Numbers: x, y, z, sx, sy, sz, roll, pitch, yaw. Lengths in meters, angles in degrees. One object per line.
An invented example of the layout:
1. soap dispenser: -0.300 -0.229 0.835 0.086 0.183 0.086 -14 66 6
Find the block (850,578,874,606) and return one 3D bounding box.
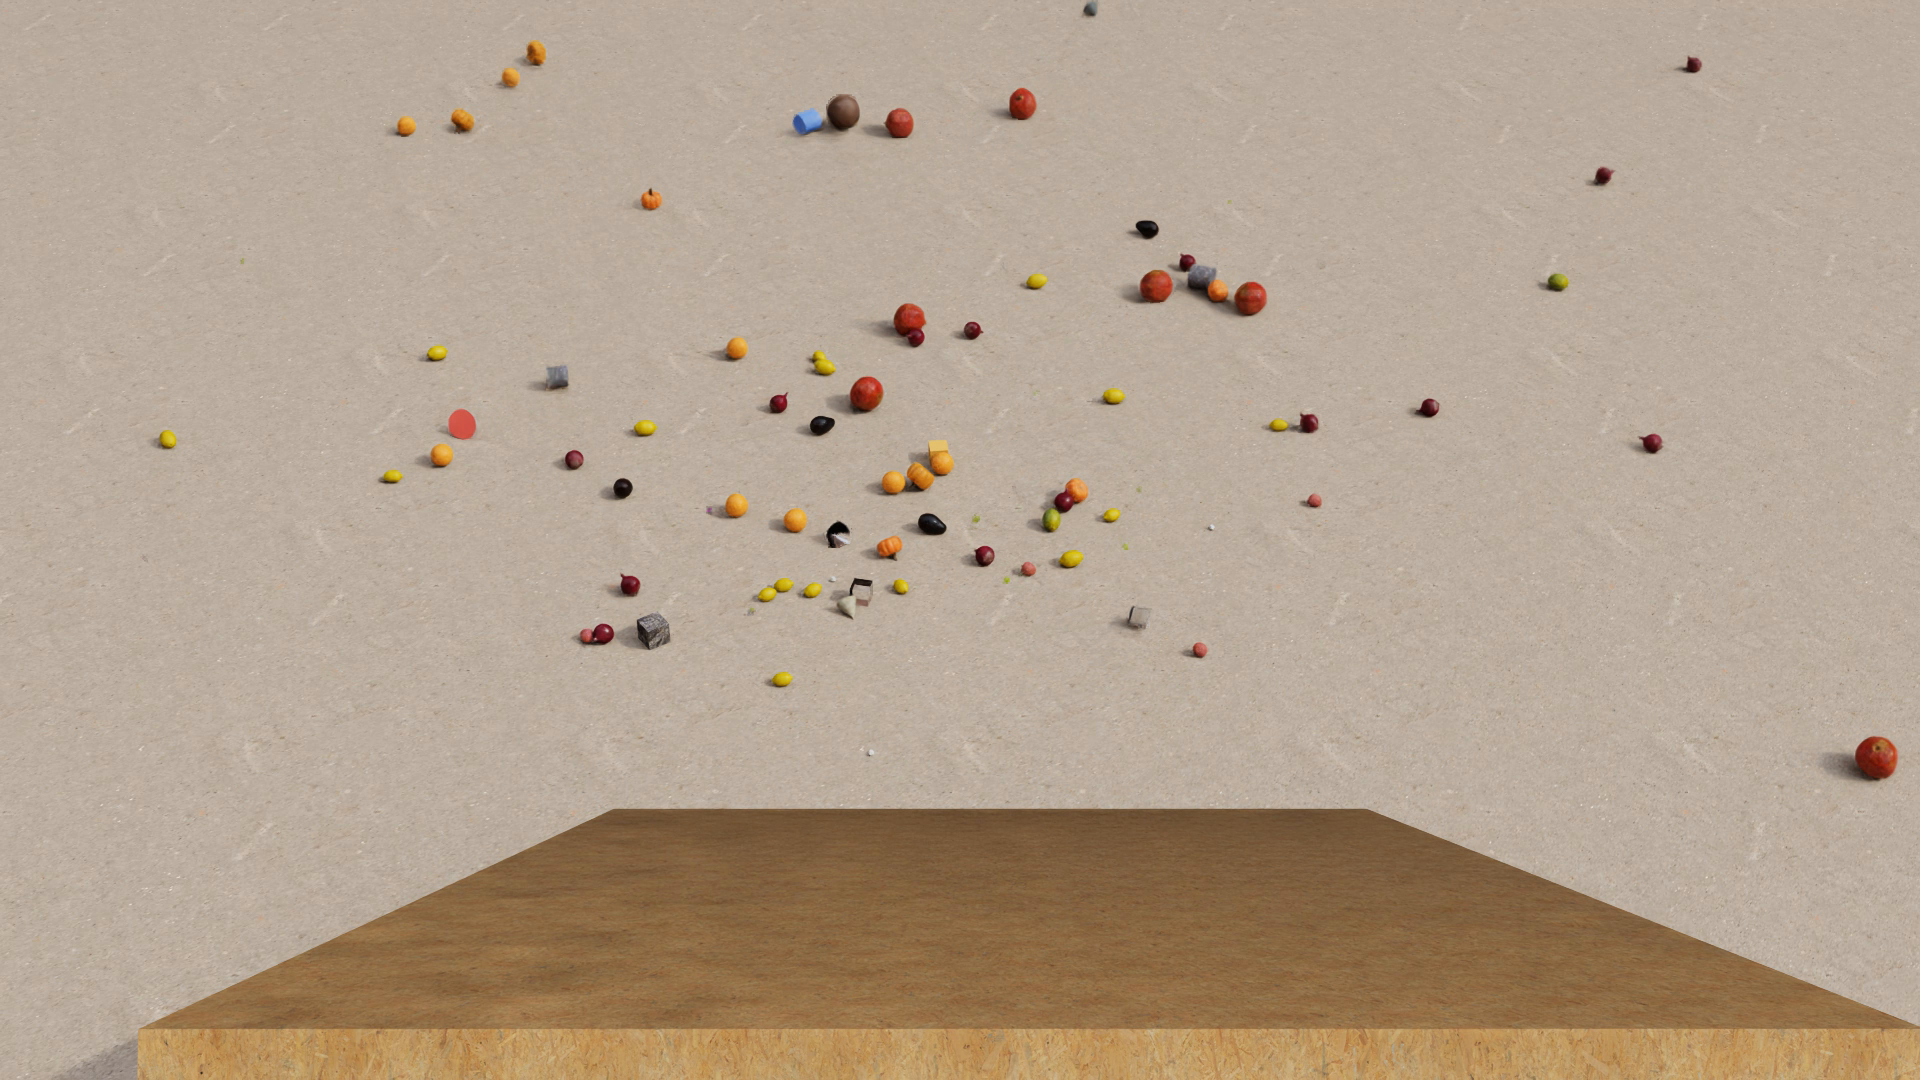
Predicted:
1. block: -0.294 0.156 7.742 0.056 0.056 0.056 8 37 10

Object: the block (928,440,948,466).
1. block: -0.069 -0.279 8.327 0.058 0.058 0.058 -4 37 -5

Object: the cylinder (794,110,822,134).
1. cylinder: -0.593 -1.626 10.128 0.077 0.077 0.077 -25 44 -30

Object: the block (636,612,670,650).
1. block: -0.893 0.265 7.583 0.069 0.069 0.069 -22 42 -27

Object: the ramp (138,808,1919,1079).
1. ramp: 0.080 0.680 4.906 2.000 0.100 4.000 0 -2 0

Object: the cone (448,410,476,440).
1. cone: -1.599 -0.381 8.476 0.098 0.098 0.098 12 11 15

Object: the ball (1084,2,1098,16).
1. ball: 0.554 -2.240 10.970 0.060 0.060 0.060 0 37 0

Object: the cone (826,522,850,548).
1. cone: -0.392 -0.019 7.996 0.078 0.078 0.078 -21 15 -25

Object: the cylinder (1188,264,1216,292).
1. cylinder: 0.854 -0.925 9.179 0.081 0.081 0.081 14 39 18

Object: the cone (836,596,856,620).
1. cone: -0.325 0.209 7.693 0.064 0.064 0.064 -15 66 -19

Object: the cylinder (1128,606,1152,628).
1. cylinder: 0.529 0.228 7.645 0.055 0.055 0.055 11 38 15
